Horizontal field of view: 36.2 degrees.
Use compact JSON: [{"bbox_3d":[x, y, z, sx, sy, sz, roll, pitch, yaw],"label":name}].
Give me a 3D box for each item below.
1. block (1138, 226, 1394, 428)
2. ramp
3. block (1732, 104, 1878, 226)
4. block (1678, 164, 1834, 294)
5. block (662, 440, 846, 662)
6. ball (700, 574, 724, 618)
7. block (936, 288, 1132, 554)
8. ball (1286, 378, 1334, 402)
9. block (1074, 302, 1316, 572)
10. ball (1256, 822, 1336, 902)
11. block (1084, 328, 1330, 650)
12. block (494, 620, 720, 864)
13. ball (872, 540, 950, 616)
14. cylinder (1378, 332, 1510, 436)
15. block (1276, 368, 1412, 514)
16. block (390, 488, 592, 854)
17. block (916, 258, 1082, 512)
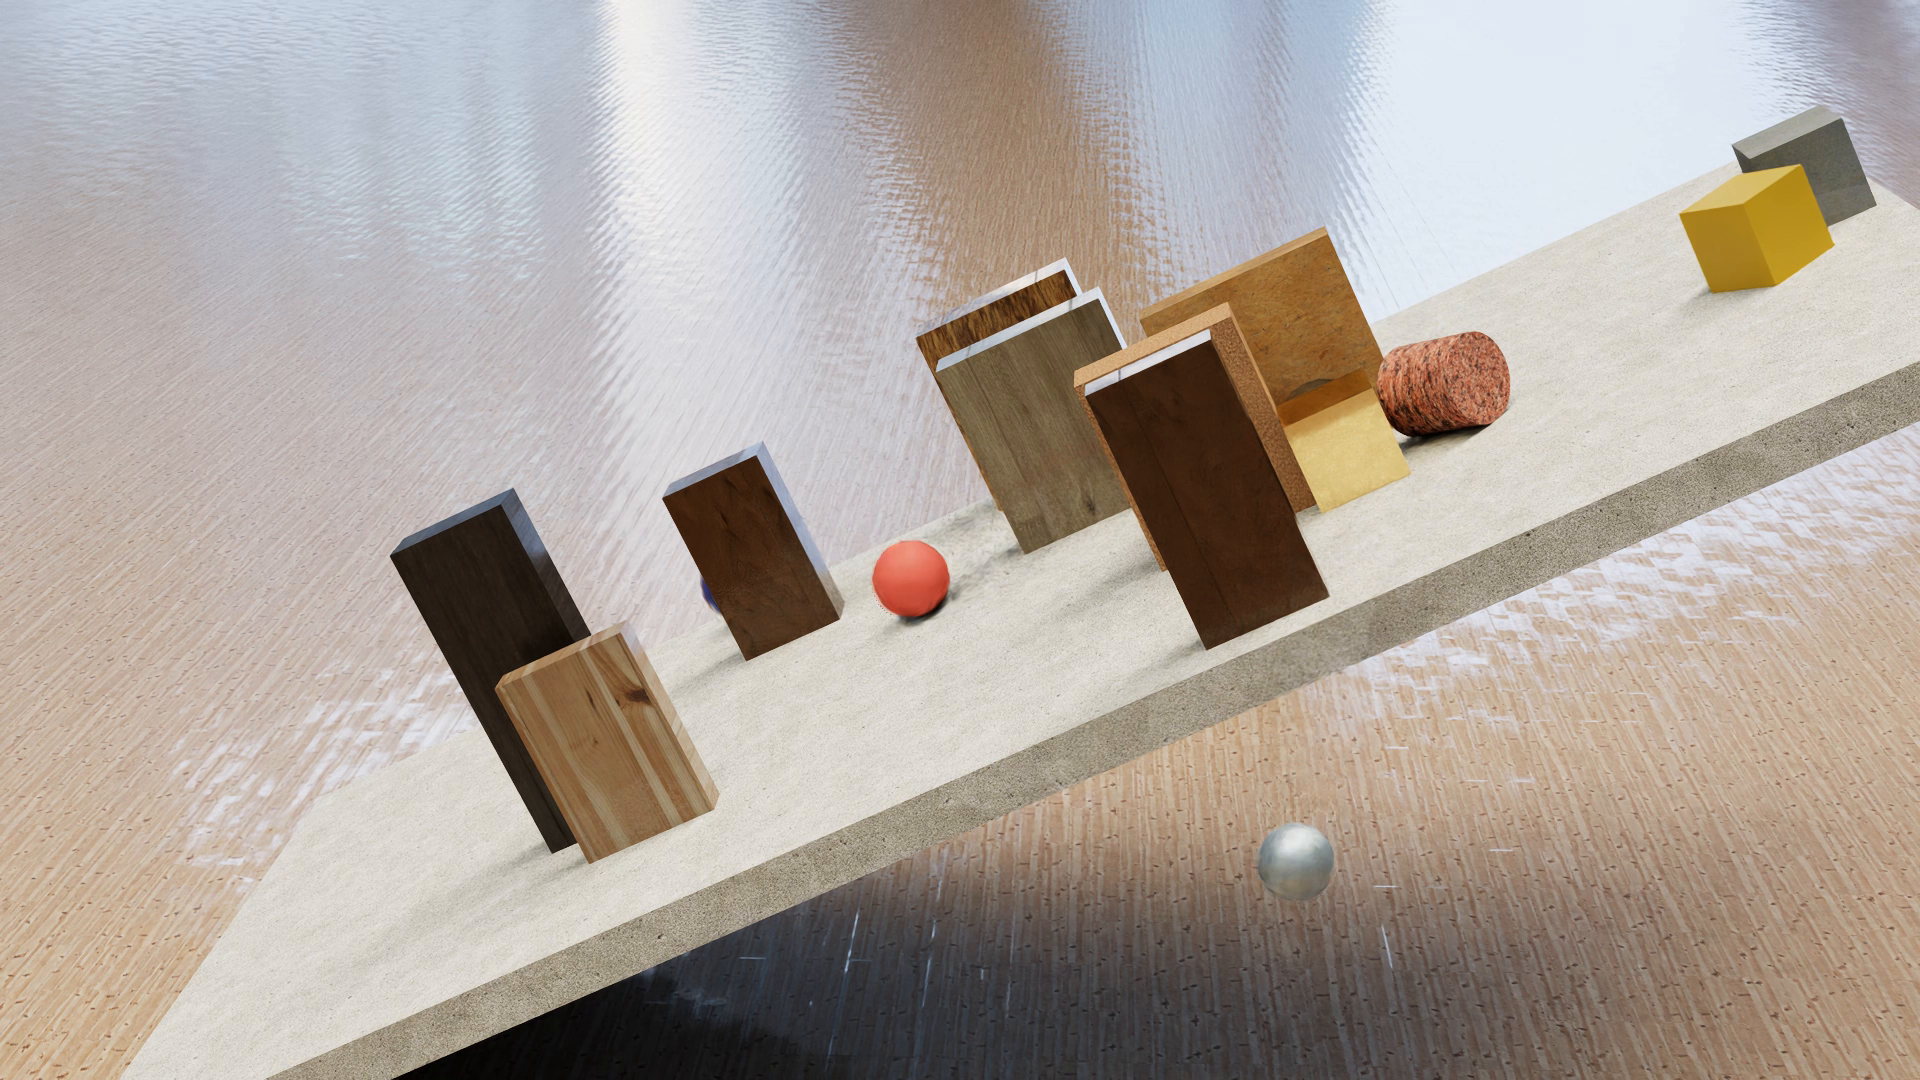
[{"bbox_3d":[0.660,-0.366,6.168,0.425,0.434,0.098,-24,13,9],"label":"block"},{"bbox_3d":[0.136,0.169,6.282,4.000,0.100,2.000,-24,13,9],"label":"ramp"},{"bbox_3d":[1.754,-0.761,6.121,0.199,0.199,0.199,-24,13,10],"label":"block"},{"bbox_3d":[1.604,-0.625,5.925,0.181,0.181,0.181,-33,15,-25],"label":"block"},{"bbox_3d":[-0.476,0.026,6.820,0.244,0.432,0.133,-24,13,9],"label":"block"},{"bbox_3d":[-0.532,0.098,7.156,0.201,0.201,0.201,0,16,0],"label":"ball"},{"bbox_3d":[0.226,-0.264,6.542,0.394,0.460,0.129,-24,13,9],"label":"block"},{"bbox_3d":[0.751,-0.240,6.052,0.186,0.186,0.186,0,16,0],"label":"ball"},{"bbox_3d":[0.474,-0.208,5.939,0.340,0.422,0.149,-24,13,9],"label":"block"},{"bbox_3d":[0.572,0.549,5.011,0.133,0.133,0.133,0,16,0],"label":"ball"},{"bbox_3d":[0.447,-0.089,5.310,0.245,0.523,0.090,-24,13,9],"label":"block"},{"bbox_3d":[-0.700,0.403,5.857,0.282,0.406,0.087,-24,13,9],"label":"block"},{"bbox_3d":[-0.108,0.085,6.474,0.169,0.169,0.169,0,16,0],"label":"ball"},{"bbox_3d":[0.972,-0.312,5.910,0.187,0.187,0.187,-13,2,-39],"label":"cylinder"},{"bbox_3d":[0.763,-0.200,5.865,0.192,0.192,0.192,-24,13,8],"label":"block"},{"bbox_3d":[-0.877,0.271,6.038,0.256,0.707,0.131,-24,13,9],"label":"block"},{"bbox_3d":[0.174,-0.371,7.033,0.390,0.468,0.150,-24,13,9],"label":"block"}]
